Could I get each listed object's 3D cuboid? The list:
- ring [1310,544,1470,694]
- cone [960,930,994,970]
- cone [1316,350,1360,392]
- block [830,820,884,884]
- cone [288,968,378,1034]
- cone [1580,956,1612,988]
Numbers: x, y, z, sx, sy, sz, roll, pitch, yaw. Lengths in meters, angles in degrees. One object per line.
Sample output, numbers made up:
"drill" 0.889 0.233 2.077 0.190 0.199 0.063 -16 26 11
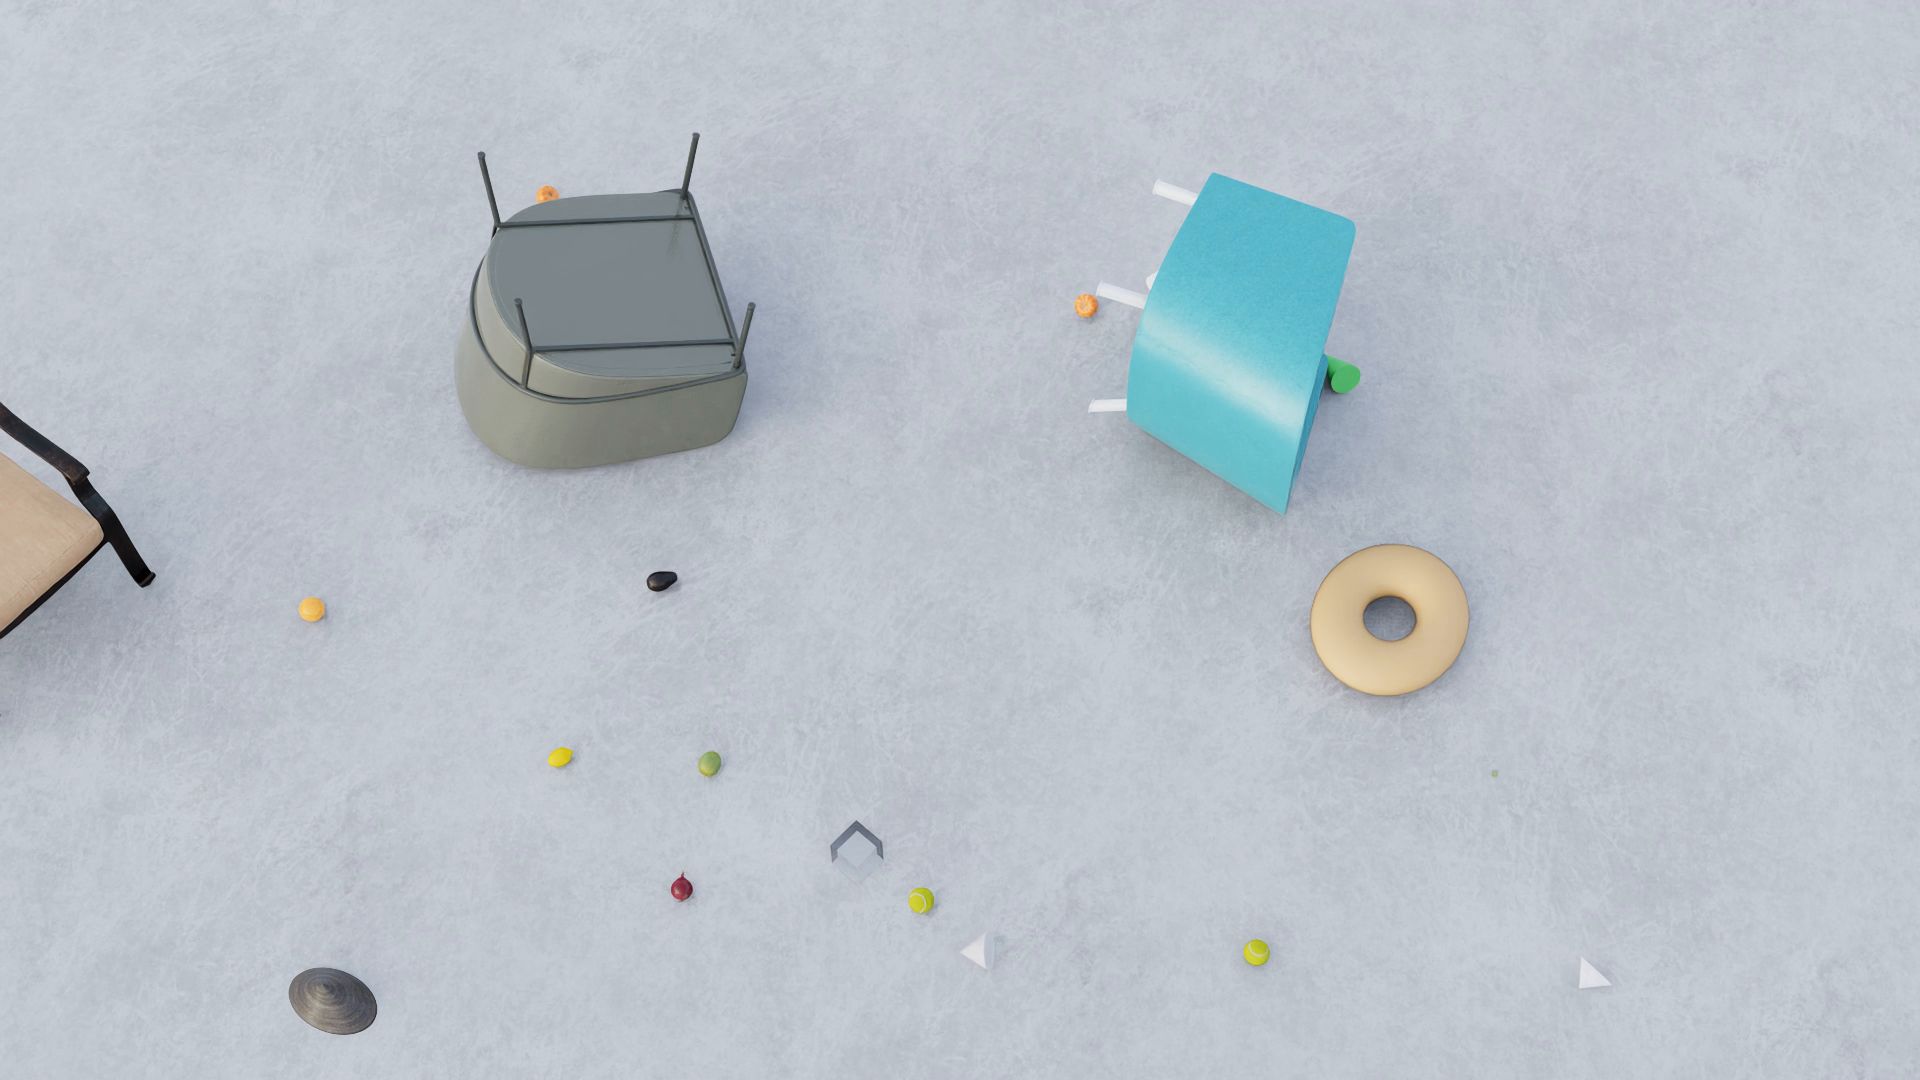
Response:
"ring" 1.240 0.226 6.345 0.443 0.129 0.514 28 61 16
"cone" 0.037 1.088 5.823 0.087 0.072 0.107 -8 61 23
"cone" 1.165 -0.553 6.915 0.112 0.098 0.181 14 27 -37
"block" -0.278 0.844 5.941 0.097 0.110 0.101 37 64 22
"cone" -1.644 1.176 5.716 0.258 0.114 0.164 23 59 15
"cone" 1.651 1.156 5.782 0.065 0.058 0.107 -46 60 0
